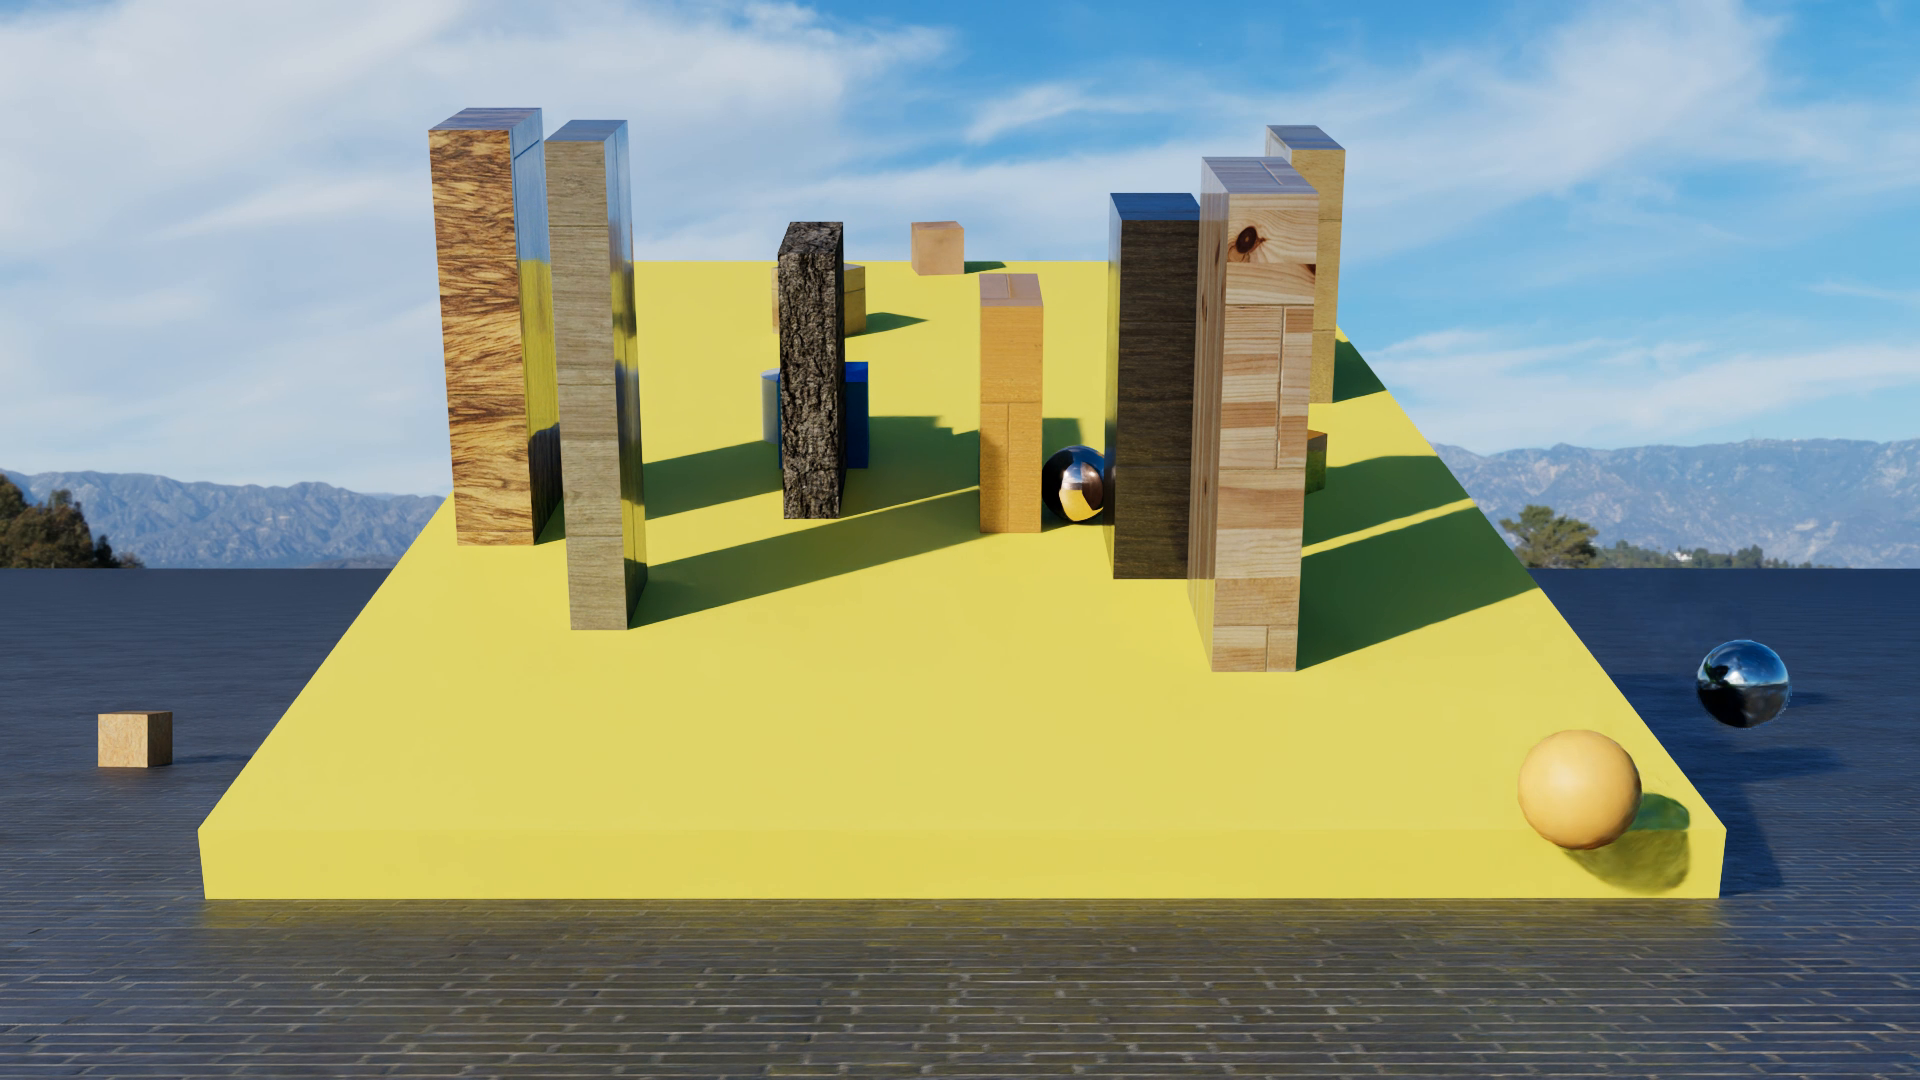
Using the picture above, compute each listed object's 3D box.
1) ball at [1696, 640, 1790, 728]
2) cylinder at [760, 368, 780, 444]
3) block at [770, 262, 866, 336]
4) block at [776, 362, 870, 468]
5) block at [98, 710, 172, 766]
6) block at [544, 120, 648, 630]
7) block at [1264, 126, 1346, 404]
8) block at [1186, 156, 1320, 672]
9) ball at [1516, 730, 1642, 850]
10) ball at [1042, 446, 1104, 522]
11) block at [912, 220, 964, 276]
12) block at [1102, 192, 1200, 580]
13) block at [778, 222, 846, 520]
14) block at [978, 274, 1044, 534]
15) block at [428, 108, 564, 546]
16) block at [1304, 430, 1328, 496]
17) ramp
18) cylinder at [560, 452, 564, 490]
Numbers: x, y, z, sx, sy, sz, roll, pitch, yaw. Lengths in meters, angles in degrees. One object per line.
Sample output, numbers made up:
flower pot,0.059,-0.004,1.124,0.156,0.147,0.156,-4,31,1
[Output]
ball,1.317,0.242,3.759,0.148,0.148,0.148,0,-1,0
cylinder,-0.356,-0.287,4.774,0.138,0.138,0.138,0,18,0
block,-0.364,-0.619,5.756,0.171,0.171,0.171,14,23,37
block,-0.281,-0.260,4.617,0.181,0.181,0.181,0,18,-1
block,-1.813,0.437,4.912,0.113,0.113,0.113,0,-1,8
block,-0.589,-0.270,3.645,0.092,0.793,0.258,0,18,0
block,0.787,-0.648,5.191,0.118,0.574,0.424,0,18,0
block,0.455,-0.207,3.535,0.130,0.743,0.382,0,18,0
ball,0.793,0.320,2.860,0.155,0.155,0.155,0,-1,0
ball,0.222,-0.106,4.199,0.145,0.145,0.145,0,-1,0
block,-0.066,-0.858,6.564,0.134,0.134,0.134,-3,18,-10
block,0.339,-0.275,3.933,0.145,0.629,0.289,0,18,0
block,-0.282,-0.334,4.315,0.104,0.507,0.347,0,18,0
block,0.093,-0.264,4.228,0.113,0.428,0.312,0,18,0
block,-0.846,-0.396,4.108,0.139,0.751,0.325,0,18,0
block,0.644,-0.156,4.409,0.113,0.113,0.113,16,24,41
ramp,-0.003,-0.183,4.841,2.000,0.100,4.000,0,18,0
cylinder,-0.763,-0.167,4.429,0.118,0.118,0.118,0,17,-16
